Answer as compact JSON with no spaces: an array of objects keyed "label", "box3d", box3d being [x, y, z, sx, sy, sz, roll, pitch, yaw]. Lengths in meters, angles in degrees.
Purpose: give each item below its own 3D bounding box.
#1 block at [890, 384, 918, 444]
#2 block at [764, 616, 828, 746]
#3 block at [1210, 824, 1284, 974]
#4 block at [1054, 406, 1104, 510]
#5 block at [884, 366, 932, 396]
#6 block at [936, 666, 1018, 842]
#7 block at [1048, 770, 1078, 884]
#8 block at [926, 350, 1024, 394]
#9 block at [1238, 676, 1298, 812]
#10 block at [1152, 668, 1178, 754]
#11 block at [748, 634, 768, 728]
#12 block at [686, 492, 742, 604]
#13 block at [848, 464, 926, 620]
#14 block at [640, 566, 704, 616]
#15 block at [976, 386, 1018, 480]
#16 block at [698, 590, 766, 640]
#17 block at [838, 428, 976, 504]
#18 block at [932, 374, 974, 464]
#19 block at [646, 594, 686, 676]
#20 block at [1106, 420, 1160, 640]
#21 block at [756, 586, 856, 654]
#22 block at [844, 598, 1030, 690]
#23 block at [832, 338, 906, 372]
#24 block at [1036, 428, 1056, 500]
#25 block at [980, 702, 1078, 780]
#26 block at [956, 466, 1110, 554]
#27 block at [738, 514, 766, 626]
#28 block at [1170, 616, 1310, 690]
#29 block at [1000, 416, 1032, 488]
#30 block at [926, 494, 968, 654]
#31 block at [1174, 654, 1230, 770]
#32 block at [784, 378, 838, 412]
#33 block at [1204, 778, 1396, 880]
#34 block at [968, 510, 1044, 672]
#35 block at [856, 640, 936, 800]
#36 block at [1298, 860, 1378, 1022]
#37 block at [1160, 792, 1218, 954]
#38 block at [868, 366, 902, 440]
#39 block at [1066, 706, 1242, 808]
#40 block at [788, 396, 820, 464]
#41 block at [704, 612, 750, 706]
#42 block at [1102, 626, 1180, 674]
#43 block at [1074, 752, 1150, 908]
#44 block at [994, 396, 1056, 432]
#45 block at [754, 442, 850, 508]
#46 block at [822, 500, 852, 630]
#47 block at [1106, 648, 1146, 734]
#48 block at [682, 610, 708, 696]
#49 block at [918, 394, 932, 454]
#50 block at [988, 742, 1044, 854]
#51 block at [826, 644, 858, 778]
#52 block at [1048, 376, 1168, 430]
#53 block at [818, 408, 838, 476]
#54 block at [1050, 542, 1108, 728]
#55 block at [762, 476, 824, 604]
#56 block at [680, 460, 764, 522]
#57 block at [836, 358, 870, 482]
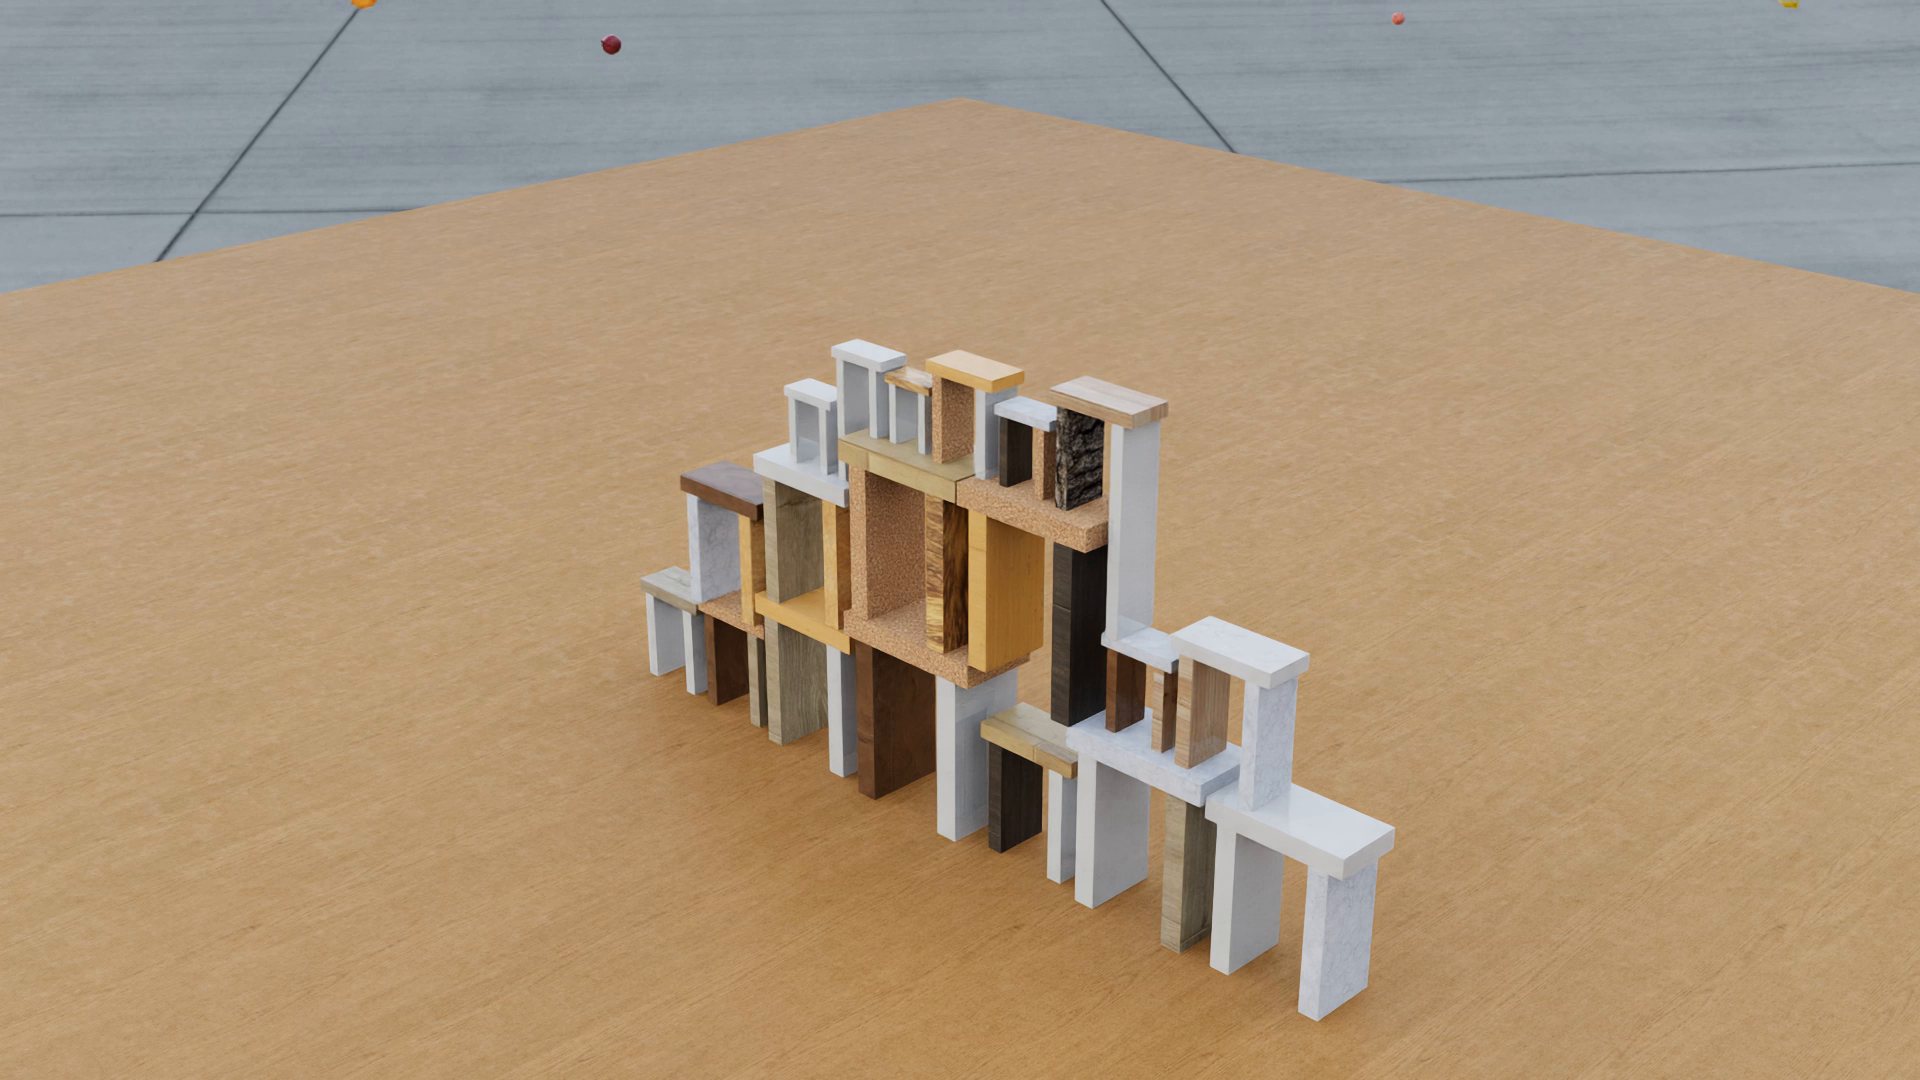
[{"label":"block","box3d":[-0.108,-0.250,4.237,0.017,0.120,0.060,21,31,41]},{"label":"block","box3d":[-0.345,0.281,4.723,0.042,0.294,0.147,21,31,41]},{"label":"block","box3d":[0.516,0.616,3.931,0.042,0.294,0.147,21,31,41]},{"label":"block","box3d":[0.214,-0.158,3.930,0.097,0.194,0.027,-21,31,-40]},{"label":"block","box3d":[-0.080,-0.302,4.184,0.120,0.017,0.060,21,31,41]},{"label":"block","box3d":[0.034,0.406,4.357,0.049,0.349,0.175,21,31,41]},{"label":"block","box3d":[0.221,0.529,4.212,0.034,0.237,0.118,21,31,41]},{"label":"block","box3d":[0.028,-0.312,4.065,0.086,0.024,0.172,-21,31,-40]},{"label":"block","box3d":[0.532,0.338,3.792,0.031,0.243,0.108,21,31,41]},{"label":"block","box3d":[0.380,0.292,3.936,0.082,0.165,0.023,-21,31,-40]},{"label":"block","box3d":[-0.408,0.289,4.797,0.110,0.220,0.031,-21,31,-40]},{"label":"block","box3d":[-0.530,0.001,4.795,0.125,0.250,0.035,-21,31,-40]},{"label":"block","box3d":[-0.143,-0.016,4.366,0.046,0.321,0.161,21,31,41]},{"label":"block","box3d":[-0.617,0.114,4.940,0.202,0.029,0.101,21,31,41]},{"label":"block","box3d":[0.068,-0.205,4.067,0.086,0.174,0.024,-21,31,-41]},{"label":"block","box3d":[-0.459,0.154,4.796,0.220,0.031,0.110,21,31,40]},{"label":"block","box3d":[-0.067,-0.155,4.224,0.321,0.046,0.161,21,31,41]},{"label":"block","box3d":[-0.013,-0.238,4.141,0.024,0.172,0.086,21,31,41]},{"label":"block","box3d":[-0.664,0.201,5.029,0.029,0.202,0.101,21,31,41]},{"label":"block","box3d":[0.306,-0.024,3.888,0.097,0.407,0.027,-21,31,-40]},{"label":"block","box3d":[-0.276,0.153,4.593,0.147,0.042,0.294,-21,31,-41]},{"label":"block","box3d":[-0.048,0.190,4.355,0.349,0.049,0.175,21,31,41]},{"label":"block","box3d":[-0.177,-0.358,4.262,0.140,0.020,0.070,21,31,40]},{"label":"block","box3d":[0.167,-0.145,3.975,0.067,0.135,0.019,-21,31,-41]},{"label":"block","box3d":[0.166,0.382,4.211,0.237,0.034,0.118,21,31,41]},{"label":"block","box3d":[0.164,-0.064,4.014,0.160,0.045,0.320,-21,31,-41]},{"label":"block","box3d":[-0.408,0.047,4.687,0.035,0.250,0.125,21,31,40]},{"label":"block","box3d":[0.481,0.193,3.786,0.108,0.031,0.217,-21,31,-41]},{"label":"block","box3d":[0.103,-0.170,4.034,0.019,0.135,0.067,21,31,41]},{"label":"block","box3d":[0.009,0.044,4.226,0.046,0.321,0.161,21,31,41]},{"label":"block","box3d":[0.430,0.287,3.882,0.108,0.217,0.031,-21,31,-41]},{"label":"block","box3d":[-0.281,-0.291,4.399,0.069,0.020,0.139,-21,31,-41]},{"label":"block","box3d":[0.585,0.489,3.802,0.294,0.042,0.147,21,31,41]},{"label":"block","box3d":[0.089,0.075,4.155,0.045,0.319,0.160,21,31,41]},{"label":"block","box3d":[-0.130,0.342,4.509,0.049,0.349,0.175,21,31,41]},{"label":"block","box3d":[0.655,0.671,3.804,0.042,0.294,0.147,21,31,41]},{"label":"block","box3d":[0.438,0.577,3.994,0.045,0.317,0.158,21,31,41]},{"label":"block","box3d":[-0.143,-0.272,4.263,0.020,0.140,0.070,21,31,40]},{"label":"block","box3d":[0.363,0.382,3.992,0.317,0.045,0.158,21,31,41]},{"label":"block","box3d":[-0.313,-0.231,4.460,0.069,0.139,0.020,-21,31,-41]},{"label":"block","box3d":[-0.512,0.249,4.893,0.031,0.220,0.110,21,31,41]},{"label":"block","box3d":[0.342,0.190,3.935,0.082,0.023,0.165,-21,31,-40]},{"label":"block","box3d":[0.289,0.519,4.132,0.045,0.317,0.158,21,31,41]},{"label":"block","box3d":[0.135,-0.228,3.975,0.067,0.019,0.135,-21,31,-41]},{"label":"block","box3d":[-0.277,-0.139,4.470,0.138,0.039,0.276,-21,31,-41]},{"label":"block","box3d":[-0.212,0.032,4.471,0.039,0.276,0.138,21,31,41]},{"label":"block","box3d":[0.303,0.262,4.007,0.082,0.165,0.023,-21,31,-40]},{"label":"block","box3d":[-0.569,0.238,4.941,0.029,0.202,0.101,21,31,41]},{"label":"block","box3d":[-0.052,-0.228,4.185,0.017,0.120,0.060,21,31,41]},{"label":"block","box3d":[0.110,0.485,4.315,0.034,0.237,0.118,21,31,41]},{"label":"block","box3d":[-0.206,0.335,4.595,0.042,0.294,0.147,21,31,41]},{"label":"block","box3d":[0.259,-0.241,3.844,0.193,0.027,0.097,21,31,41]},{"label":"block","box3d":[-0.248,-0.205,4.400,0.069,0.139,0.020,-21,31,-40]},{"label":"block","box3d":[0.239,0.151,4.023,0.160,0.356,0.045,-21,31,-40]},{"label":"block","box3d":[-0.342,-0.019,4.591,0.138,0.276,0.039,-21,31,-41]},{"label":"block","box3d":[-0.468,-0.107,4.685,0.250,0.035,0.125,21,31,40]},{"label":"block","box3d":[-0.210,-0.245,4.346,0.020,0.254,0.070,21,31,41]}]
